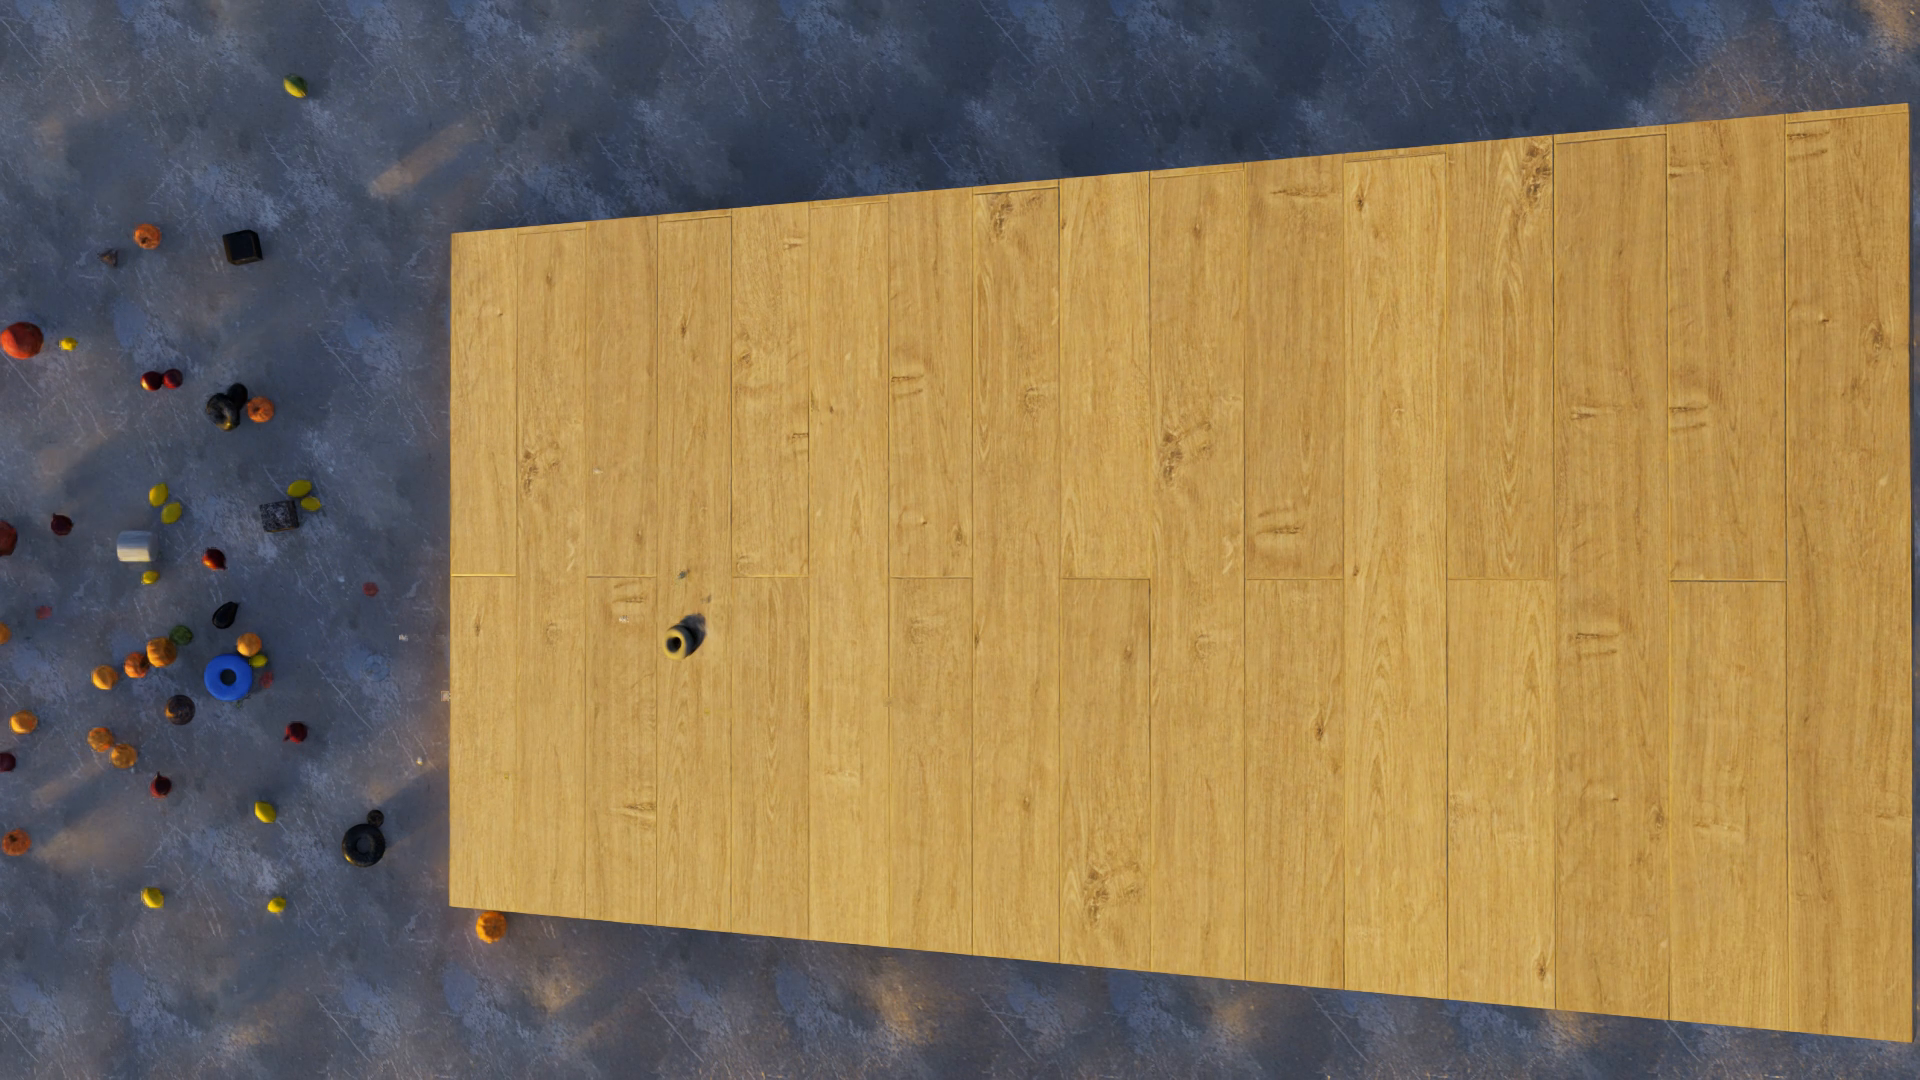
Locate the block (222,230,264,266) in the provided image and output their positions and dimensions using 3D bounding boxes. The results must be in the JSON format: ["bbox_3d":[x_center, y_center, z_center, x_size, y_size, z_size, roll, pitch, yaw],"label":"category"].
[{"bbox_3d":[-2.152,-0.877,6.598,0.082,0.082,0.082,-12,89,0],"label":"block"}]

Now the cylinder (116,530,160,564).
[{"bbox_3d":[-2.462,0.020,6.585,0.090,0.090,0.090,12,89,17],"label":"cylinder"}]

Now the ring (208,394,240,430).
[{"bbox_3d":[-2.206,-0.383,6.589,0.118,0.039,0.118,15,122,26],"label":"ring"}]

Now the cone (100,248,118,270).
[{"bbox_3d":[-2.552,-0.838,6.626,0.058,0.058,0.058,-17,116,0],"label":"cone"}]

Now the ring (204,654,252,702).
[{"bbox_3d":[-2.196,0.412,6.602,0.145,0.048,0.145,0,90,-1],"label":"ring"}]

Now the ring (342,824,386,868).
[{"bbox_3d":[-1.790,0.917,6.599,0.131,0.044,0.131,0,88,1],"label":"ring"}]

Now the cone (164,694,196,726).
[{"bbox_3d":[-2.349,0.512,6.579,0.092,0.092,0.092,0,89,0],"label":"cone"}]

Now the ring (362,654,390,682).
[{"bbox_3d":[-1.756,0.385,6.613,0.083,0.028,0.083,0,88,1],"label":"ring"}]

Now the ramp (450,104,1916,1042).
[{"bbox_3d":[0.277,0.078,5.655,4.000,0.100,2.000,0,89,28],"label":"ramp"}]

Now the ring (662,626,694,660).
[{"bbox_3d":[-0.788,0.287,6.138,0.097,0.032,0.097,0,91,27],"label":"ring"}]

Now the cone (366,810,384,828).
[{"bbox_3d":[-1.761,0.838,6.595,0.053,0.053,0.053,0,89,0],"label":"cone"}]

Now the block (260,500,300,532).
[{"bbox_3d":[-2.039,-0.070,6.590,0.082,0.082,0.082,-10,89,0],"label":"block"}]
